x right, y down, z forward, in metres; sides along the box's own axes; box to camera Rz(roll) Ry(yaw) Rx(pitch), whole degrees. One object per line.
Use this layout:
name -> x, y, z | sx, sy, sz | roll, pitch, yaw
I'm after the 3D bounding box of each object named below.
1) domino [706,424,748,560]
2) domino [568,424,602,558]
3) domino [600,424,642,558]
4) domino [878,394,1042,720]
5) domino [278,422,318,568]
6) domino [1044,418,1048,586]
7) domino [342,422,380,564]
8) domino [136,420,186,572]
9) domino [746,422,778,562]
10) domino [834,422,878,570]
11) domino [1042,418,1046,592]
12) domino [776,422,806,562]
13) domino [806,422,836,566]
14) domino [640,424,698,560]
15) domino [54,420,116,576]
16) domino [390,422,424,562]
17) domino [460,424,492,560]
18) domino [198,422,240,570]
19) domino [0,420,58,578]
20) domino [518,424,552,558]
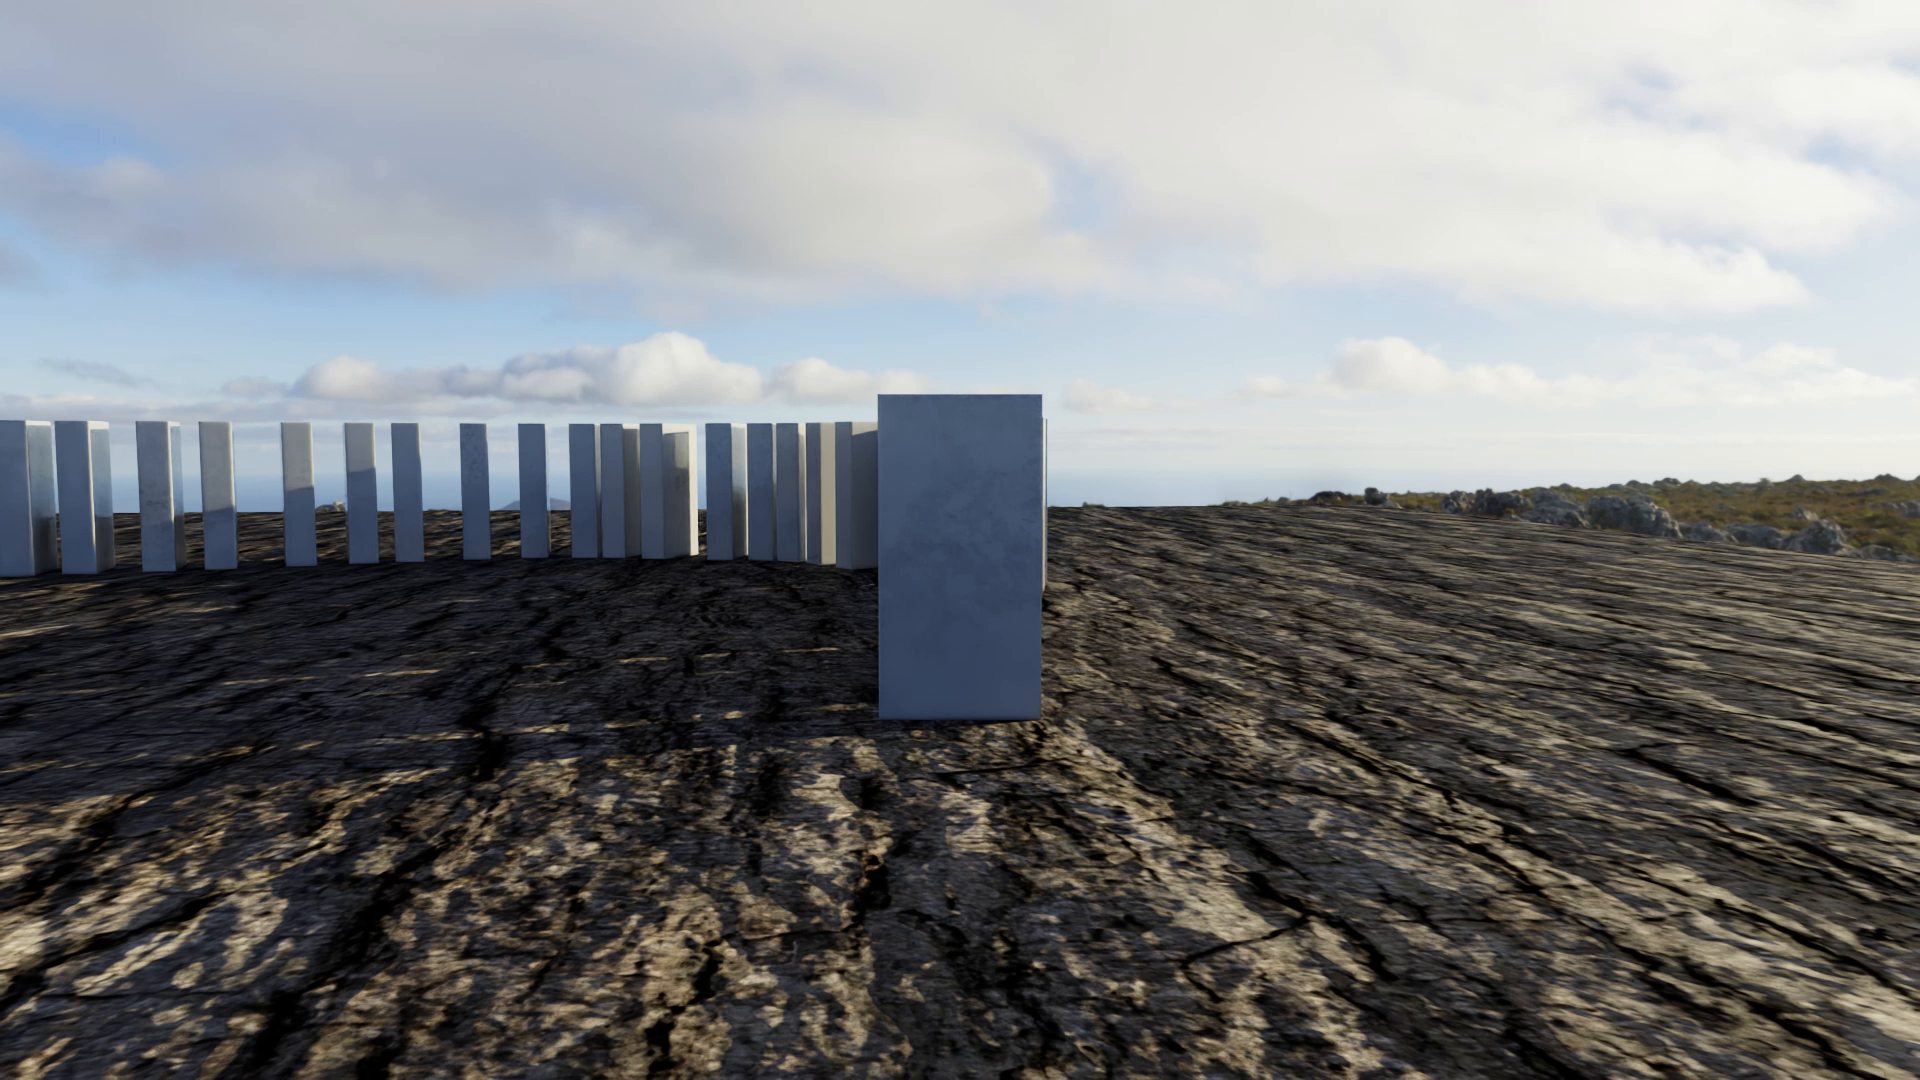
domino -> -0.087, -0.018, 0.479 | 0.009, 0.050, 0.025 | 0, 4, 4
domino -> -0.140, -0.019, 0.490 | 0.010, 0.050, 0.025 | 0, 4, 0
domino -> -0.126, -0.019, 0.488 | 0.010, 0.050, 0.025 | 1, 4, 15
domino -> 0.000, 0.002, 0.201 | 0.025, 0.050, 0.009 | 0, 4, 0
domino -> -0.235, -0.017, 0.455 | 0.009, 0.050, 0.025 | -2, 5, -29
domino -> 0.014, -0.012, 0.389 | 0.025, 0.050, 0.010 | 0, 4, 5
domino -> -0.217, -0.017, 0.465 | 0.010, 0.050, 0.025 | -2, 5, -27
domino -> -0.271, -0.015, 0.436 | 0.009, 0.050, 0.025 | -2, 5, -24
domino -> -0.071, -0.018, 0.478 | 0.009, 0.050, 0.025 | 1, 4, 8
domino -> -0.030, -0.016, 0.443 | 0.025, 0.050, 0.010 | -4, 6, -40
domino -> 0.012, -0.010, 0.371 | 0.025, 0.050, 0.009 | 1, 4, 7
domino -> -0.056, -0.018, 0.473 | 0.009, 0.050, 0.025 | 2, 5, 27
domino -> -0.042, -0.017, 0.460 | 0.025, 0.050, 0.009 | -3, 5, -36
domino -> -0.109, -0.019, 0.483 | 0.009, 0.050, 0.025 | 1, 4, 18
domino -> -0.291, -0.015, 0.428 | 0.009, 0.050, 0.025 | -2, 5, -21
domino -> -0.203, -0.018, 0.471 | 0.009, 0.050, 0.025 | -2, 5, -23
domino -> -0.182, -0.018, 0.480 | 0.009, 0.050, 0.025 | -2, 5, -21
domino -> -0.256, -0.016, 0.443 | 0.009, 0.050, 0.025 | -2, 5, -28
domino -> -0.307, -0.014, 0.422 | 0.009, 0.050, 0.025 | -2, 5, -20
domino -> -0.161, -0.019, 0.487 | 0.009, 0.050, 0.025 | -1, 4, -15
